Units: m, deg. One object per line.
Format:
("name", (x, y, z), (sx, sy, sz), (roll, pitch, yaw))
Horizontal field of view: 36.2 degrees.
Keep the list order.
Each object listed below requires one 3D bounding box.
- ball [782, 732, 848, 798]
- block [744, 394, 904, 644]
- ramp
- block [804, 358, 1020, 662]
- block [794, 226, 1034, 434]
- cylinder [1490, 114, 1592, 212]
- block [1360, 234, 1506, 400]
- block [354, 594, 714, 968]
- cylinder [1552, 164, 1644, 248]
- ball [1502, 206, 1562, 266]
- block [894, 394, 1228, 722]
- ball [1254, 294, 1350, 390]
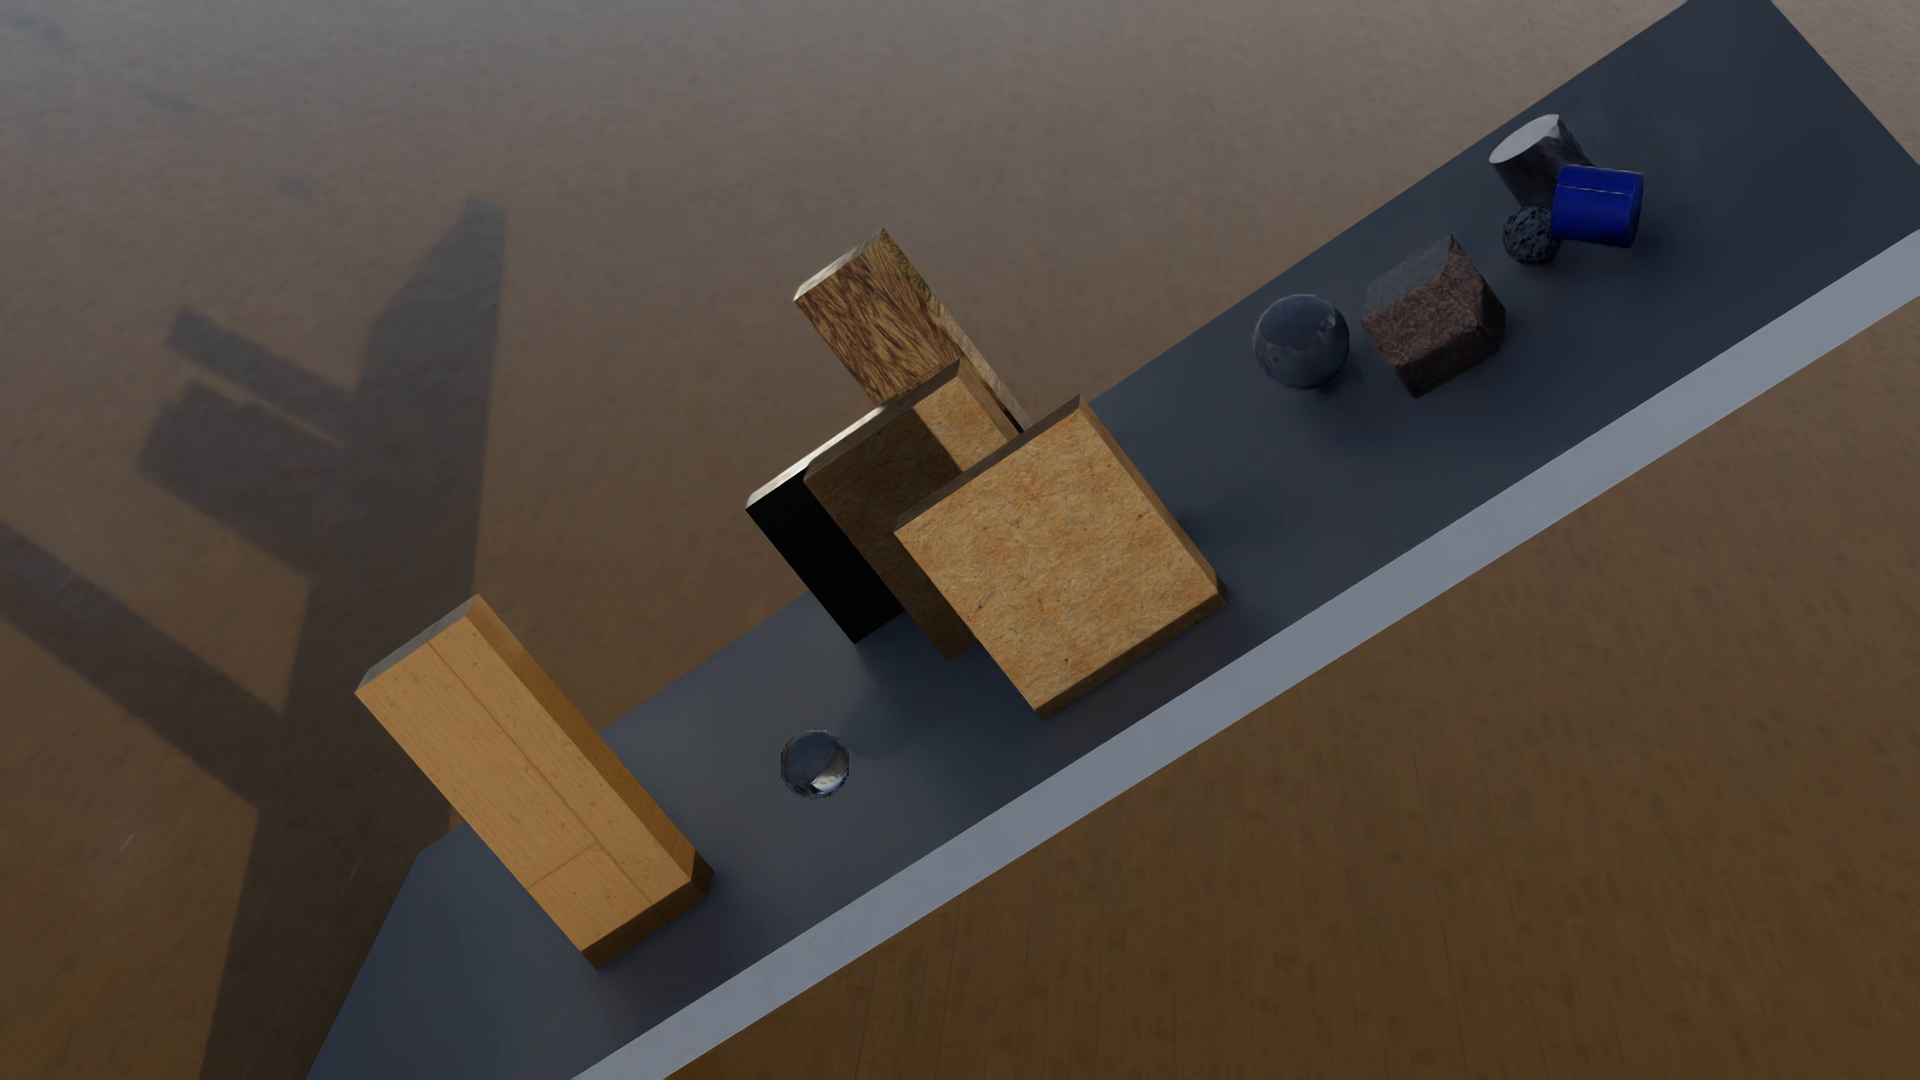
("ball", (-0.298, 0.460, 6.031), (0.134, 0.134, 0.134), (0, 22, 0))
("block", (-0.193, -0.045, 6.719), (0.427, 0.410, 0.091), (-34, 16, 16))
("ramp", (0.131, 0.177, 6.317), (4.000, 0.100, 2.000), (-34, 16, 16))
("block", (-0.013, -0.061, 6.188), (0.401, 0.501, 0.119), (-34, 16, 16))
("block", (-0.078, -0.381, 6.907), (0.247, 0.682, 0.117), (-34, 16, 16))
("cylinder", (1.211, -0.765, 6.080), (0.166, 0.166, 0.166), (-35, 16, 11))
("block", (0.924, -0.436, 5.734), (0.194, 0.194, 0.194), (-30, 17, 27))
("block", (-0.861, 0.497, 5.995), (0.294, 0.768, 0.114), (-34, 16, 16))
("cylinder", (1.216, -0.638, 5.612), (0.144, 0.144, 0.144), (10, 24, 20))
("ball", (1.143, -0.608, 5.876), (0.118, 0.118, 0.118), (0, 22, 0))
("block", (0.190, 0.037, 5.506), (0.424, 0.473, 0.081), (-34, 16, 16))
("ball", (0.712, -0.413, 6.132), (0.201, 0.201, 0.201), (0, 22, 0))
